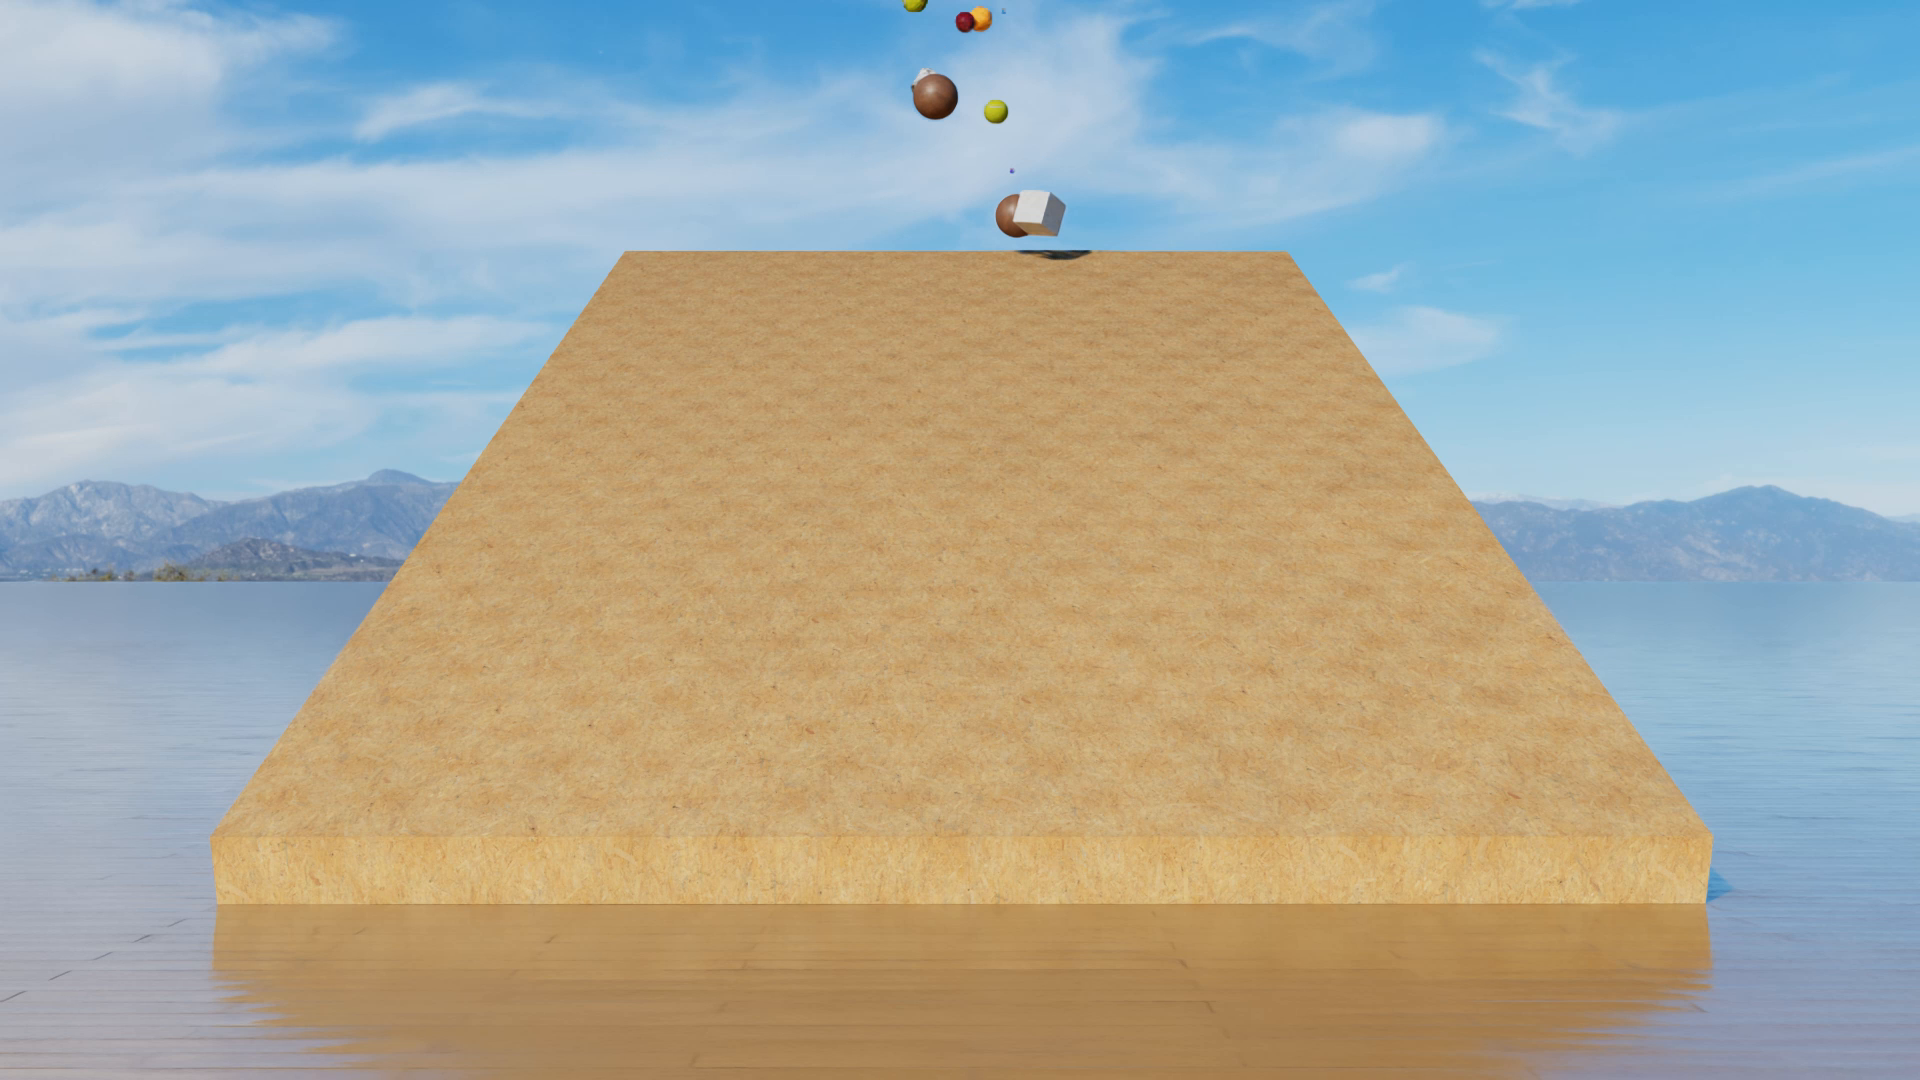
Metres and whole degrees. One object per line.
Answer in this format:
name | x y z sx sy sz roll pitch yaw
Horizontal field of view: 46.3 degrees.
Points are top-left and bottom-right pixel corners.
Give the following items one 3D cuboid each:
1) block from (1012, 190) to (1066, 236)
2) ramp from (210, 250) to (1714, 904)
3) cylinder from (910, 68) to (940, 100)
block | 0.233 -0.953 6.549 0.099 0.099 0.099 9 -12 34
ramp | -0.004 -0.192 4.897 2.000 0.100 4.000 0 18 0
cylinder | -0.100 -1.337 6.568 0.065 0.065 0.065 25 -20 10
